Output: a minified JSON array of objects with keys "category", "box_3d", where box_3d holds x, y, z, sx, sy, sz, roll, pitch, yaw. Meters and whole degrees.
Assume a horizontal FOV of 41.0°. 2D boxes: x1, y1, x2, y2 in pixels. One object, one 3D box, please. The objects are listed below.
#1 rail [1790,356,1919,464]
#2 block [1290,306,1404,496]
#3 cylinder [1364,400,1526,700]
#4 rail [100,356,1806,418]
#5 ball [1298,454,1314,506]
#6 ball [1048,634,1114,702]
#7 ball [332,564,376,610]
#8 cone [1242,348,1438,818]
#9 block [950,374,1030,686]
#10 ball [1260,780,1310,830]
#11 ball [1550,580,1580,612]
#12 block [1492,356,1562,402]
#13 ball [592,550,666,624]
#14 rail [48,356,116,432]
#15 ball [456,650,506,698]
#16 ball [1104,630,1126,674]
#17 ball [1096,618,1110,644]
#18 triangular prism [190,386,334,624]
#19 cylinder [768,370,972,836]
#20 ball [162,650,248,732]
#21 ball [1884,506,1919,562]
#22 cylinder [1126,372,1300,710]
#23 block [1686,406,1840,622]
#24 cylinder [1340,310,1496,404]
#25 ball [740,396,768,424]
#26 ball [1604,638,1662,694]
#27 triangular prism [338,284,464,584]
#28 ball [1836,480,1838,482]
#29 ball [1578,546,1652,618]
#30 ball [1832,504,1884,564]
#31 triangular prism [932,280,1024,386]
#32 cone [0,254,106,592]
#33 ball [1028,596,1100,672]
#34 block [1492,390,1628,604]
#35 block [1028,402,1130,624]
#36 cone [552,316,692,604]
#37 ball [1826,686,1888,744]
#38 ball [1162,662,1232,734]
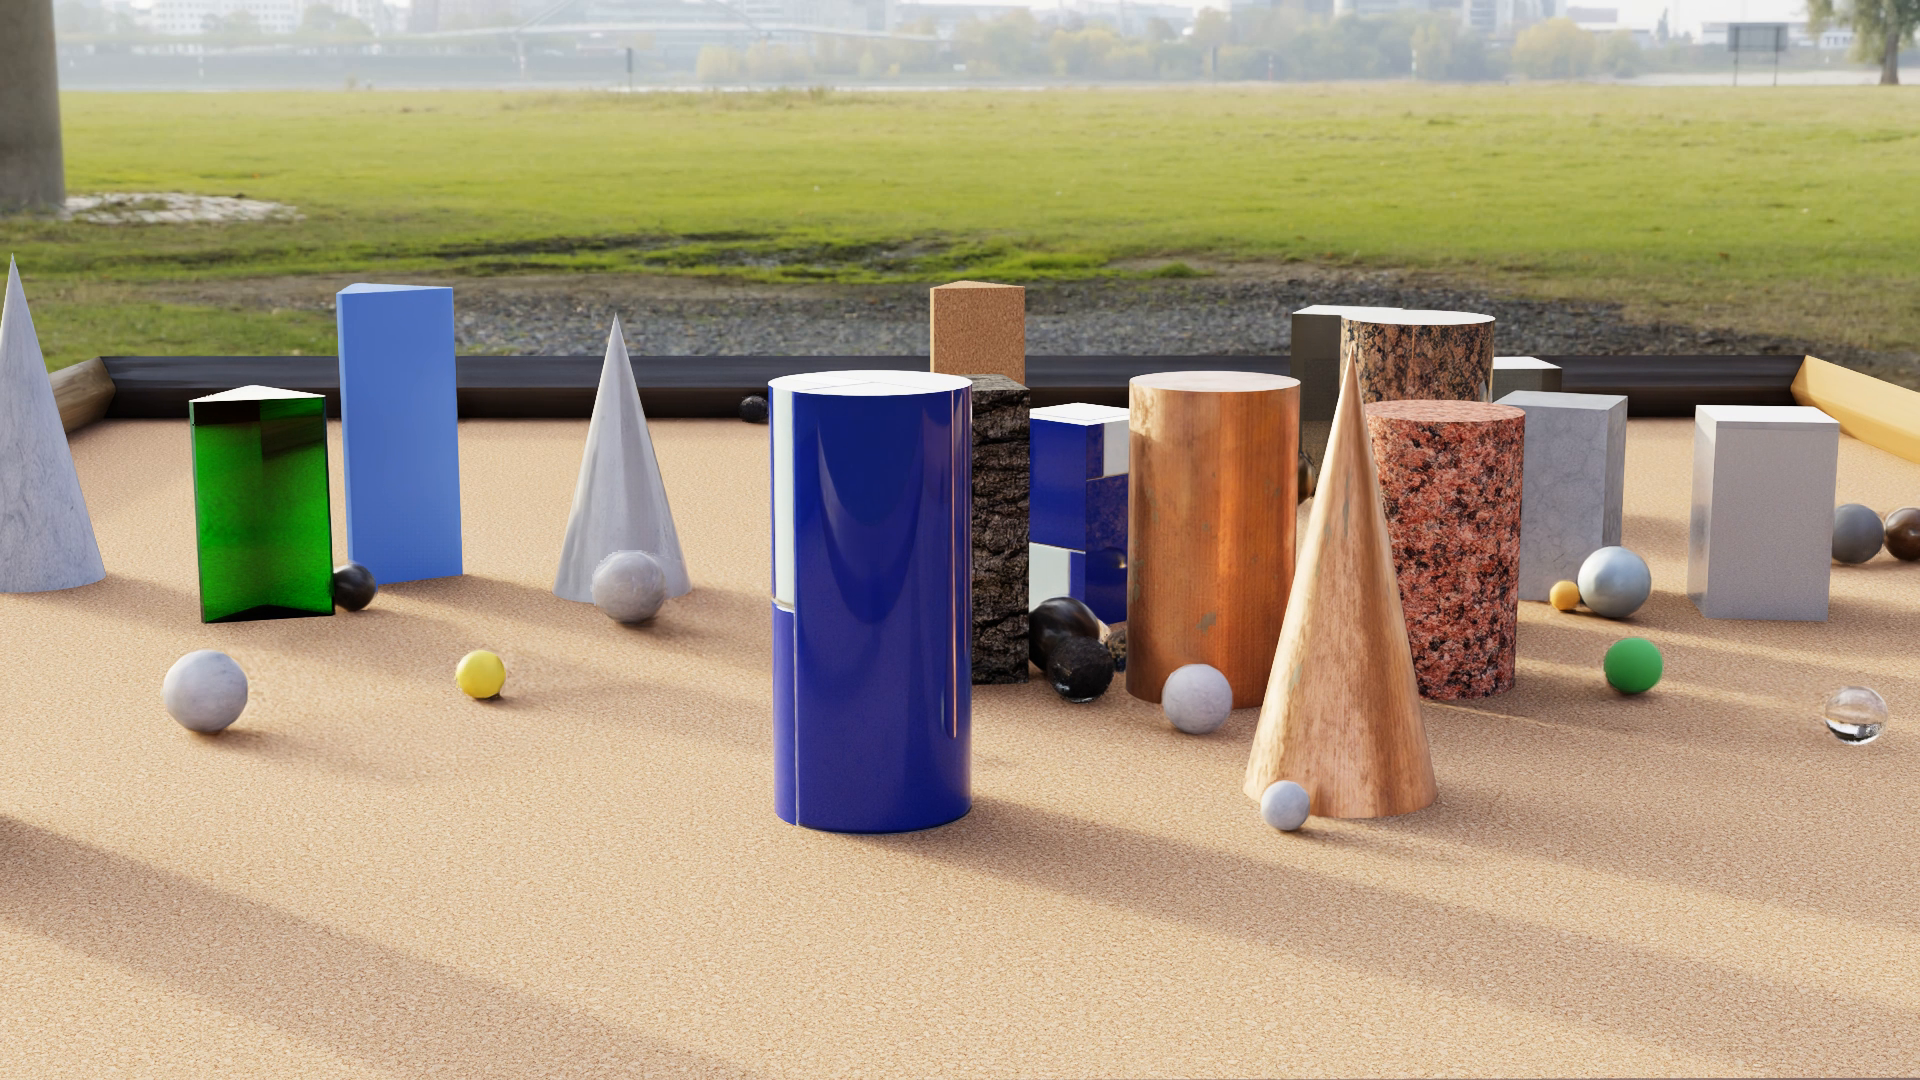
[{"category":"rail","box_3d":[1.756,0.031,3.459,0.045,0.128,3.881,0,10,0]},{"category":"block","box_3d":[0.663,-0.238,4.413,0.157,0.312,0.157,4,11,21]},{"category":"cylinder","box_3d":[0.565,0.008,3.048,0.197,0.326,0.197,0,10,0]},{"category":"rail","box_3d":[-0.011,-0.316,5.334,3.559,0.128,0.045,0,10,0]},{"category":"ball","box_3d":[0.539,-0.101,4.256,0.098,0.098,0.098,0,10,0]},{"category":"ball","box_3d":[0.140,0.149,2.967,0.078,0.078,0.078,0,10,0]},{"category":"ball","box_3d":[-0.821,0.063,3.465,0.064,0.064,0.064,0,10,0]},{"category":"cone","box_3d":[0.386,0.030,2.568,0.197,0.456,0.197,0,10,0]},{"category":"block","box_3d":[-0.011,-0.014,3.091,0.157,0.352,0.157,-2,11,-11]},{"category":"ball","box_3d":[0.314,0.256,2.471,0.048,0.048,0.048,0,10,0]},{"category":"ball","box_3d":[0.817,0.076,3.461,0.041,0.041,0.041,0,10,0]},{"category":"block","box_3d":[0.864,-0.159,4.138,0.157,0.255,0.157,-1,11,-6]},{"category":"ball","box_3d":[-0.435,0.063,3.379,0.097,0.097,0.097,0,10,0]},{"category":"rail","box_3d":[-1.756,0.035,3.439,0.045,0.128,3.881,0,10,0]},{"category":"ball","box_3d":[-0.557,0.156,2.984,0.056,0.056,0.056,0,10,0]},{"category":"ball","box_3d":[0.198,0.135,3.107,0.052,0.052,0.052,0,10,0]},{"category":"ball","box_3d":[0.159,0.123,3.163,0.057,0.057,0.057,0,10,0]},{"category":"triangular prism","box_3d":[-0.942,-0.053,3.456,0.170,0.295,0.147,-3,11,-18]},{"category":"cylinder","box_3d":[-0.087,0.057,2.513,0.197,0.424,0.197,0,10,0]},{"category":"ball","box_3d":[-0.832,0.167,2.831,0.091,0.091,0.091,0,10,0]},{"category":"ball","box_3d":[1.411,-0.009,3.810,0.081,0.081,0.081,0,10,0]},{"category":"cylinder","box_3d":[0.294,-0.004,2.998,0.197,0.366,0.197,0,10,0]},{"category":"block","box_3d":[1.081,-0.039,3.463,0.157,0.265,0.157,1,11,6]},{"category":"cylinder","box_3d":[0.594,-0.091,3.365,0.197,0.403,0.197,0,10,0]},{"category":"ball","box_3d":[-0.422,-0.268,5.273,0.057,0.057,0.057,0,10,0]},{"category":"ball","box_3d":[0.788,0.148,3.005,0.066,0.066,0.066,0,10,0]},{"category":"triangular prism","box_3d":[-0.831,-0.157,3.691,0.170,0.414,0.147,-7,13,-34]},{"category":"ball","box_3d":[1.415,-0.097,4.272,0.086,0.086,0.086,0,10,0]},{"category":"ball","box_3d":[0.873,0.056,3.420,0.095,0.095,0.095,0,10,0]},{"category":"ball","box_3d":[1.316,-0.009,3.784,0.090,0.090,0.090,0,10,0]},{"category":"triangular prism","box_3d":[0.019,-0.301,4.695,0.170,0.333,0.147,-2,11,-10]},{"category":"cone","box_3d":[-1.328,-0.174,3.638,0.197,0.467,0.197,0,10,0]},{"category":"ball","box_3d":[0.122,0.116,3.096,0.096,0.096,0.096,0,10,0]},{"category":"block","box_3d":[0.831,-0.062,3.576,0.157,0.269,0.157,5,11,23]},{"category":"block","box_3d":[0.162,-0.035,3.433,0.157,0.270,0.157,10,15,44]},{"category":"cone","box_3d":[-0.475,-0.123,3.574,0.197,0.390,0.197,0,10,0]},{"category":"ball","box_3d":[0.972,0.190,2.783,0.065,0.065,0.065,0,10,0]},{"category":"ball","box_3d":[0.261,0.174,2.829,0.077,0.077,0.077,0,10,0]}]
